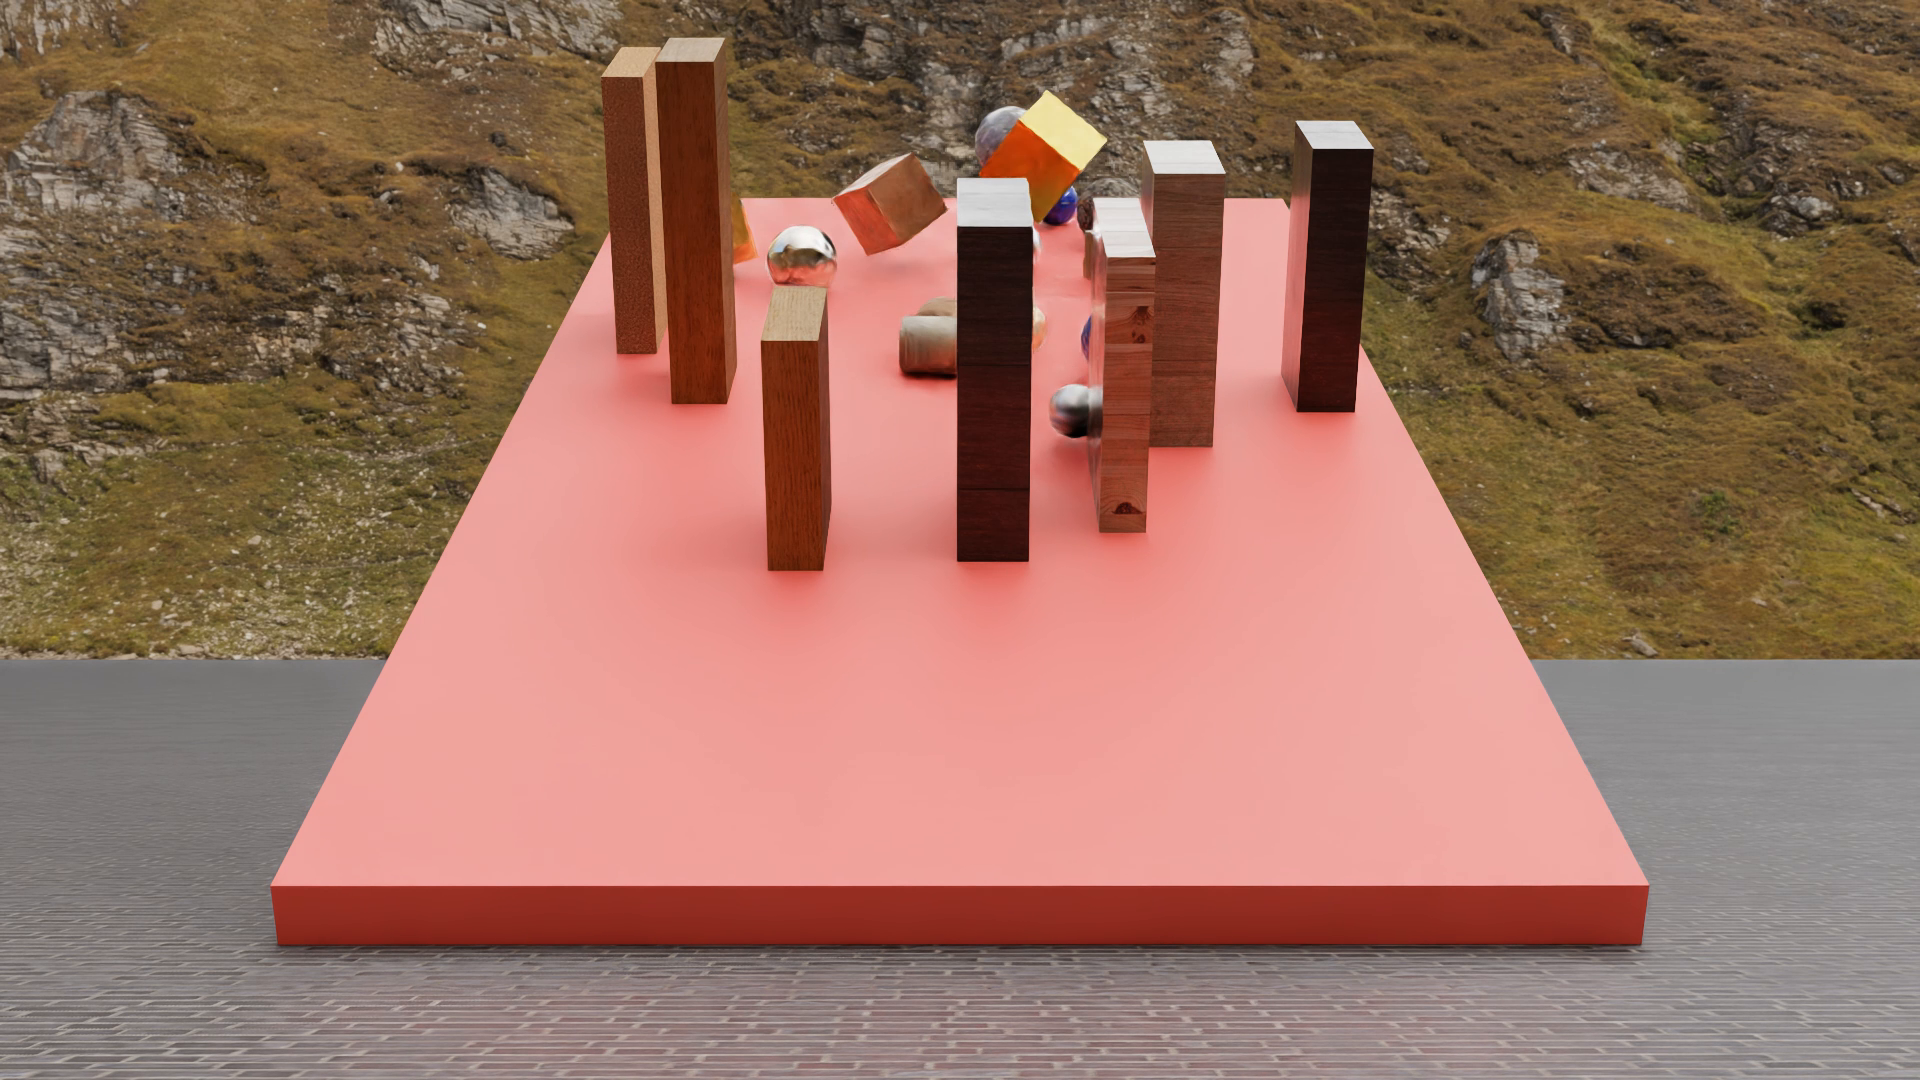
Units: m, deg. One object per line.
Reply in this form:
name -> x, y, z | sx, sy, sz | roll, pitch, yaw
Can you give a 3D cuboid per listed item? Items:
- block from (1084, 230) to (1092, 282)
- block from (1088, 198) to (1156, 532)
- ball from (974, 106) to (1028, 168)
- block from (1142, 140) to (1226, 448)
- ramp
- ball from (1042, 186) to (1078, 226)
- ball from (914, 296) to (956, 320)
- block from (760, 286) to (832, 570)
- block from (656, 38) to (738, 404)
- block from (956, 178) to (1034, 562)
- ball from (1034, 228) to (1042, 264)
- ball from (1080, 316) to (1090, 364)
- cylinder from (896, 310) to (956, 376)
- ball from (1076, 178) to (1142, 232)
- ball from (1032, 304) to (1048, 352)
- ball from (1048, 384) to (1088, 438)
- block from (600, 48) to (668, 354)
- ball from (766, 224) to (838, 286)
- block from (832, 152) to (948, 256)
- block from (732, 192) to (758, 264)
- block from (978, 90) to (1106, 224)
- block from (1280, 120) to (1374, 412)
block -> 0.424, -0.761, 6.197 | 0.131, 0.131, 0.131 | -13, 26, -29
block -> 0.322, -0.360, 4.676 | 0.093, 0.565, 0.444 | 0, 23, 0
ball -> 0.136, -1.055, 6.138 | 0.195, 0.195, 0.195 | 0, -3, 0
block -> 0.477, -0.540, 5.052 | 0.148, 0.607, 0.300 | 0, 23, 0
ramp -> -0.007, -0.224, 5.210 | 2.000, 0.100, 4.000 | 0, 23, 0
ball -> 0.279, -0.985, 6.729 | 0.134, 0.134, 0.134 | 0, -3, 0
ball -> -0.042, -0.520, 5.604 | 0.142, 0.142, 0.142 | 0, -3, 0
block -> -0.314, -0.220, 4.473 | 0.105, 0.460, 0.348 | 0, 23, 0
block -> -0.597, -0.726, 5.263 | 0.127, 0.783, 0.278 | 0, 23, 0
block -> 0.063, -0.334, 4.484 | 0.138, 0.662, 0.364 | 0, 23, 0
ball -> 0.155, -0.798, 6.274 | 0.139, 0.139, 0.139 | 0, -3, 0
ball -> 0.374, -0.471, 5.441 | 0.179, 0.179, 0.179 | 0, -3, 0
cylinder -> -0.066, -0.463, 5.471 | 0.135, 0.135, 0.135 | -11, -6, 17
ball -> 0.424, -0.928, 6.519 | 0.191, 0.191, 0.191 | 0, -3, 0
ball -> 0.147, -0.516, 5.608 | 0.131, 0.131, 0.131 | 0, -3, 0
ball -> 0.249, -0.280, 5.007 | 0.117, 0.117, 0.117 | 0, -3, 0
block -> -0.788, -0.836, 5.665 | 0.097, 0.675, 0.365 | 0, 23, 0
ball -> -0.414, -0.733, 6.057 | 0.186, 0.186, 0.186 | 0, -3, 0
block -> -0.189, -0.913, 6.268 | 0.185, 0.185, 0.185 | -40, 18, -27
block -> -0.642, -0.830, 6.223 | 0.146, 0.146, 0.146 | -16, -10, 1
block -> 0.204, -0.940, 5.659 | 0.192, 0.192, 0.192 | -49, 3, 40
block -> 0.831, -0.623, 5.251 | 0.132, 0.607, 0.275 | 0, 23, 0
